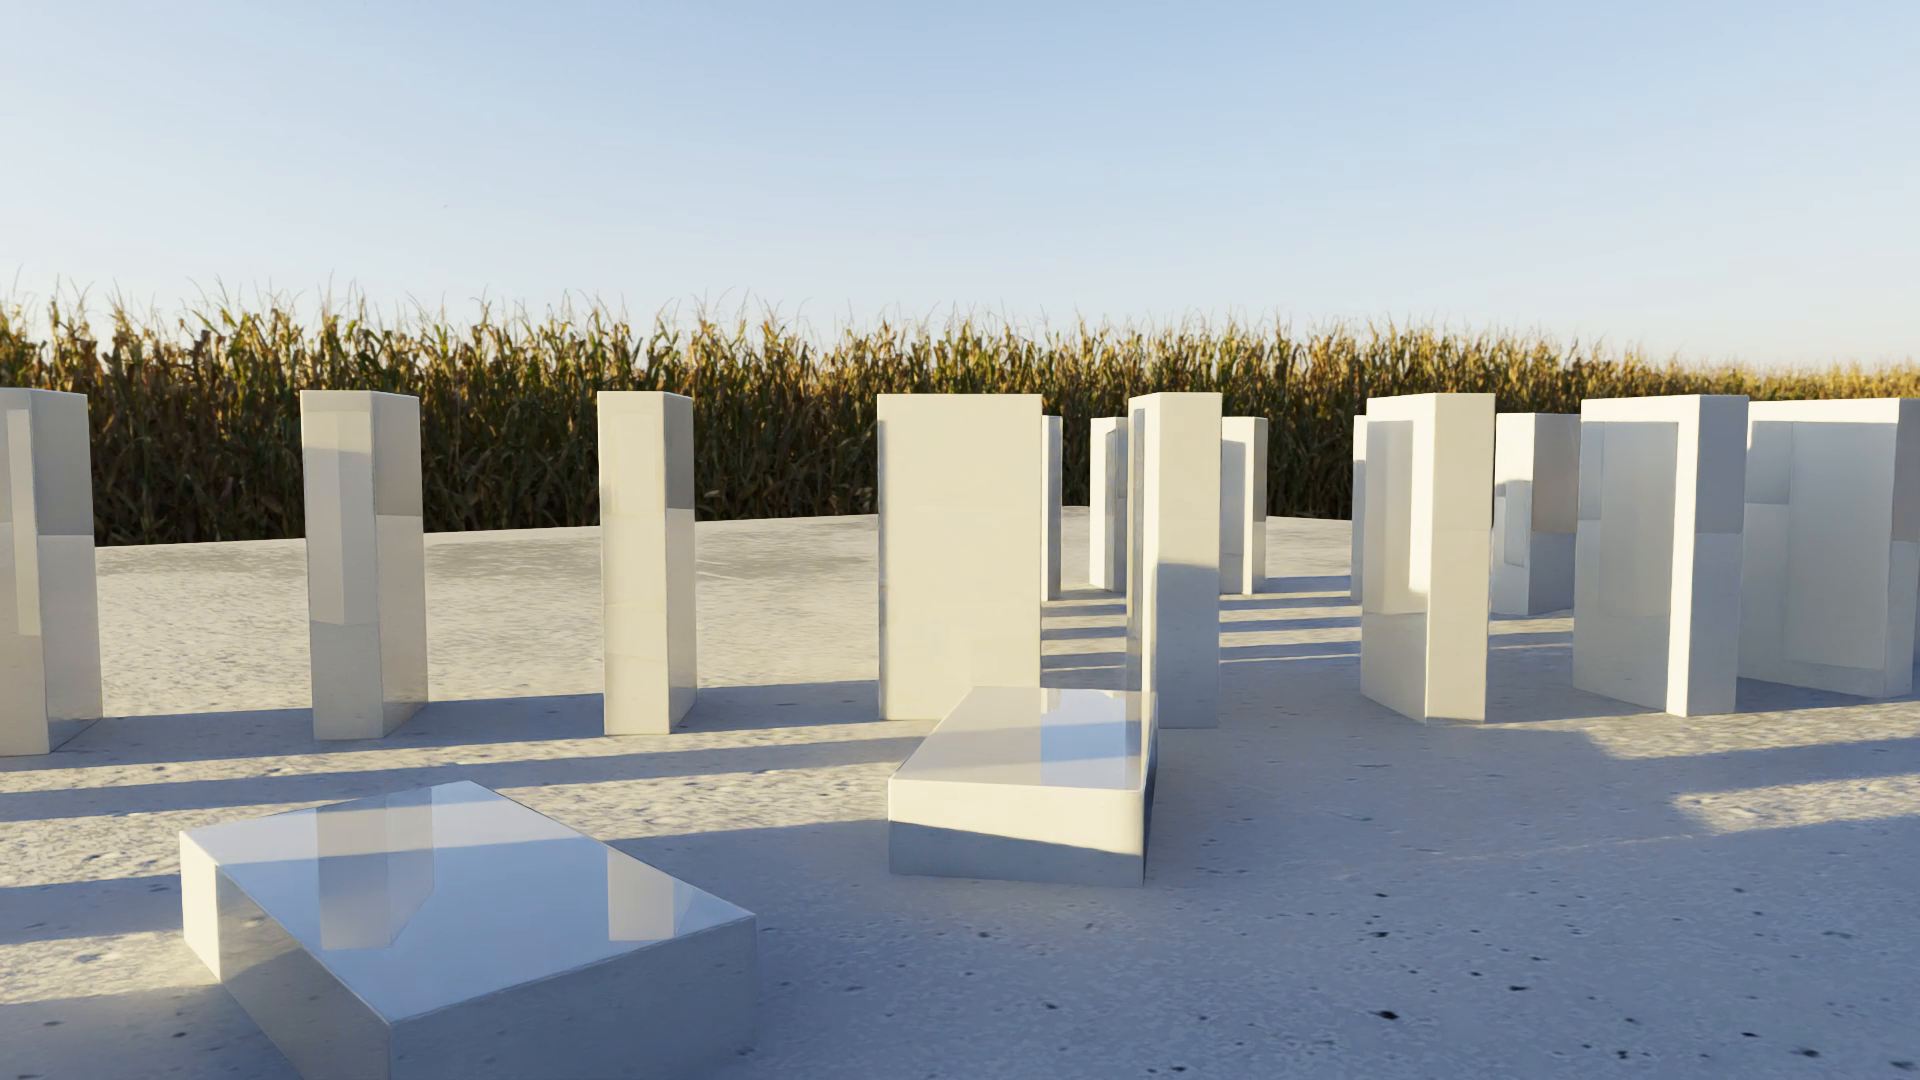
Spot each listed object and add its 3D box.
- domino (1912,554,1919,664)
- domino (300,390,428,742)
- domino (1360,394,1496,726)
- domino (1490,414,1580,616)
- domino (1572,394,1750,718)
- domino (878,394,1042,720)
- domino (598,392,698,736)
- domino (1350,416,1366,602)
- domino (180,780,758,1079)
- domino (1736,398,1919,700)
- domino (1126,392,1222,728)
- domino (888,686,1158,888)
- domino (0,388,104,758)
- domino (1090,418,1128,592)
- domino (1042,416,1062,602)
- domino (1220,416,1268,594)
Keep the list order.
[{"bbox_3d":[0.174,-0.001,0.253,0.025,0.050,0.010,1,4,13],"label":"domino"},{"bbox_3d":[-0.090,0.003,0.195,0.010,0.050,0.025,-1,4,-8],"label":"domino"},{"bbox_3d":[0.074,0.002,0.205,0.010,0.050,0.025,0,4,-5],"label":"domino"},{"bbox_3d":[0.147,-0.007,0.327,0.025,0.050,0.009,-4,6,-40],"label":"domino"},{"bbox_3d":[0.115,0.002,0.211,0.010,0.050,0.025,-1,4,-14],"label":"domino"},{"bbox_3d":[0.000,0.002,0.201,0.025,0.050,0.009,0,4,0],"label":"domino"},{"bbox_3d":[-0.048,0.003,0.198,0.010,0.050,0.025,0,4,-3],"label":"domino"},{"bbox_3d":[0.118,-0.009,0.354,0.009,0.050,0.025,3,5,37],"label":"domino"},{"bbox_3d":[-0.040,0.030,0.100,0.025,0.009,0.050,-4,6,-43],"label":"domino"},{"bbox_3d":[0.152,0.001,0.225,0.010,0.050,0.025,-2,5,-30],"label":"domino"},{"bbox_3d":[0.033,0.002,0.203,0.010,0.050,0.025,0,4,-3],"label":"domino"},{"bbox_3d":[0.010,0.027,0.149,0.025,0.010,0.050,1,4,10],"label":"domino"},{"bbox_3d":[-0.134,0.004,0.184,0.010,0.050,0.025,-2,5,-19],"label":"domino"},{"bbox_3d":[0.047,-0.011,0.379,0.009,0.050,0.025,-1,4,-10],"label":"domino"},{"bbox_3d":[0.015,-0.009,0.355,0.025,0.050,0.009,2,5,27],"label":"domino"},{"bbox_3d":[0.083,-0.011,0.375,0.010,0.050,0.025,2,5,22],"label":"domino"}]
